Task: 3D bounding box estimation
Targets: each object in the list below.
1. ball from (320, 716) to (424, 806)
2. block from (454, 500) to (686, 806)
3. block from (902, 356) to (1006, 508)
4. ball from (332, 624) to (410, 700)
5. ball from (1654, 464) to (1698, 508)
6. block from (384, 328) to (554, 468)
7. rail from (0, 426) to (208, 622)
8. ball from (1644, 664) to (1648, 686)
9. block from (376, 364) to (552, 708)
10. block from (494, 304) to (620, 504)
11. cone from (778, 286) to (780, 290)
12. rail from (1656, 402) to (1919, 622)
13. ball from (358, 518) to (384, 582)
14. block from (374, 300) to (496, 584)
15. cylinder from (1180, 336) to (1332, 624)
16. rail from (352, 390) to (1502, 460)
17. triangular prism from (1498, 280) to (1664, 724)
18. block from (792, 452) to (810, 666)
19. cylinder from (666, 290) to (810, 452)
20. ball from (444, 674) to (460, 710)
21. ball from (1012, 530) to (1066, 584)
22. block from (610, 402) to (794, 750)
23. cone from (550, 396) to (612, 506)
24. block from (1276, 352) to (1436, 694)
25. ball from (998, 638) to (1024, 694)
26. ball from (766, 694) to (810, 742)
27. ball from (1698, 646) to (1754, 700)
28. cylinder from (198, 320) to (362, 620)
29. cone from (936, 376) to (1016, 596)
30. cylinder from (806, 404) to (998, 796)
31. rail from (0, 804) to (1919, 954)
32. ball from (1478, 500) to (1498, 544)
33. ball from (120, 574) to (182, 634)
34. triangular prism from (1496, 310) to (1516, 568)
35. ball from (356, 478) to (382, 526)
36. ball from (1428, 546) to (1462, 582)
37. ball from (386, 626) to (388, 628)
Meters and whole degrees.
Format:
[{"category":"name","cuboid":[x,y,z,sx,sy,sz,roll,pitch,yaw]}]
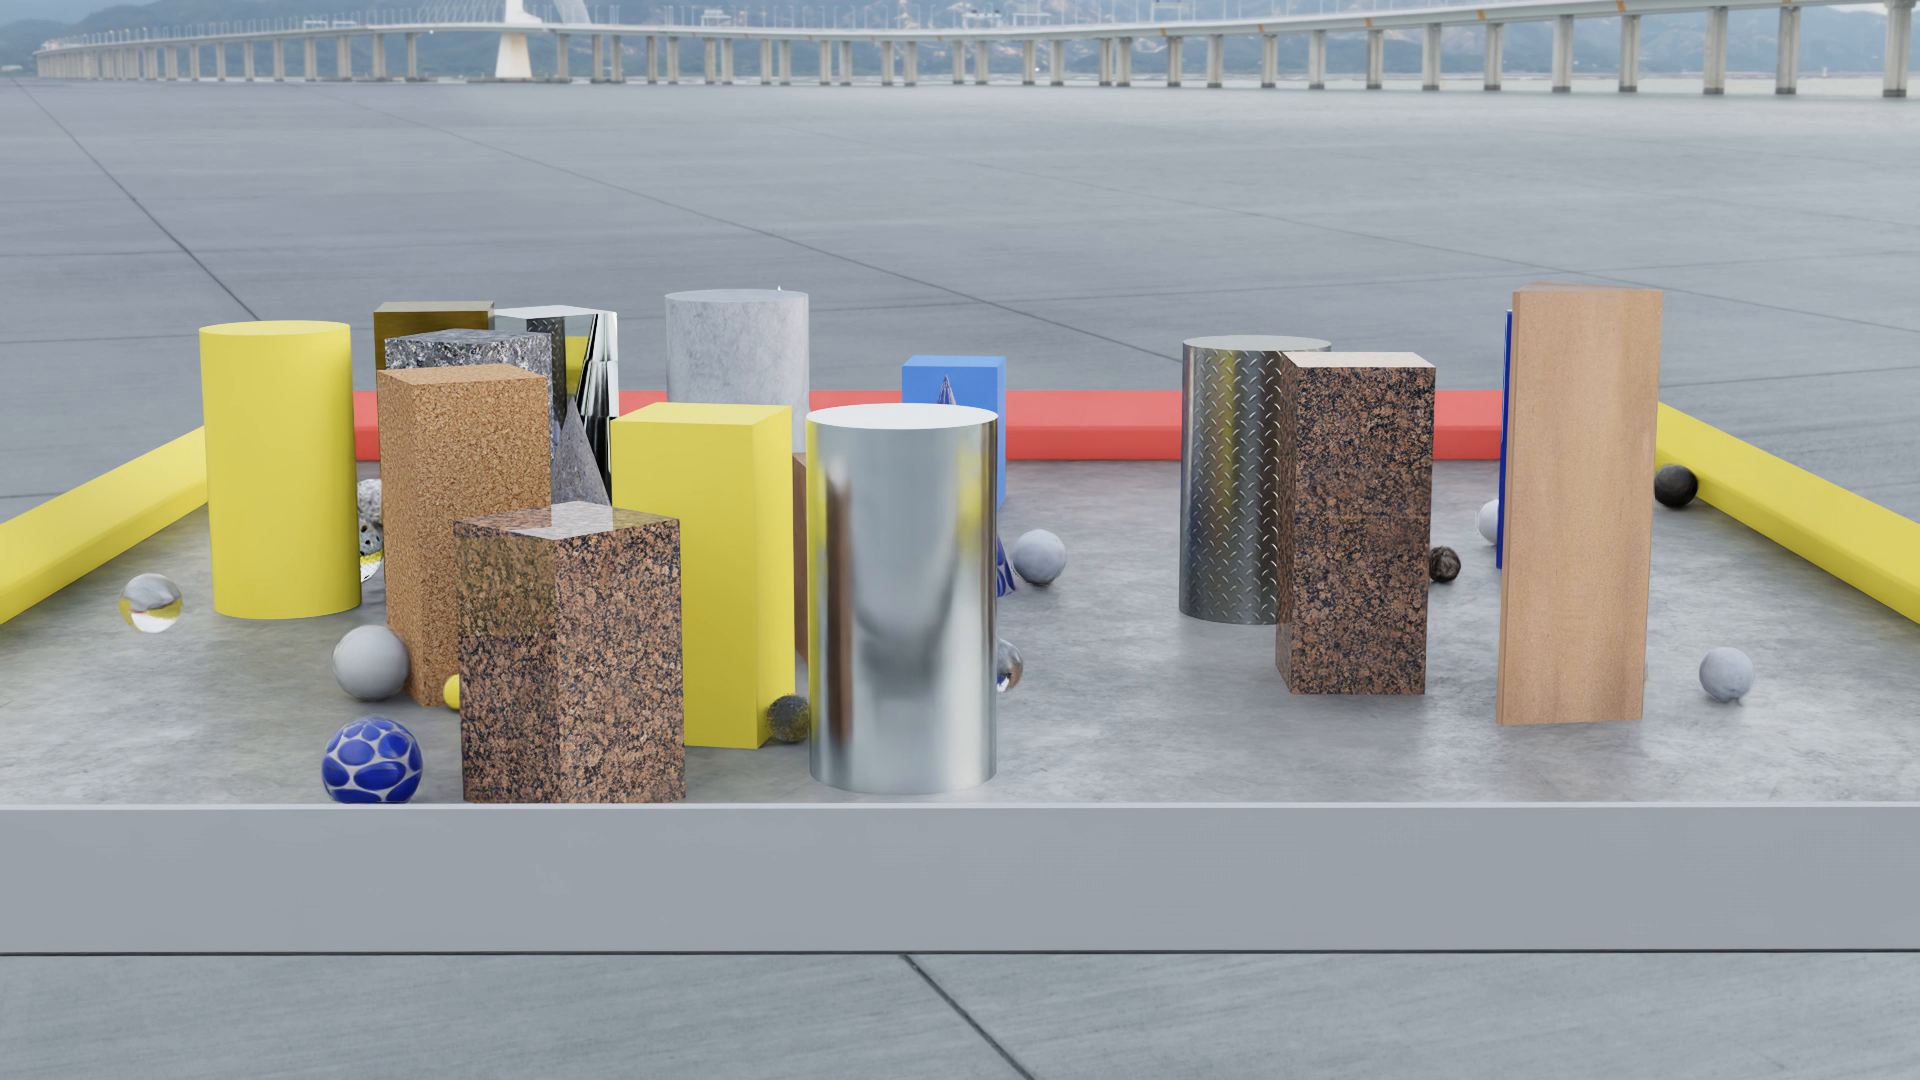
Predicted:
[{"category":"ball","cuboid":[-0.576,0.222,2.516,0.098,0.098,0.098,0,11,0]},{"category":"block","cuboid":[-0.387,0.120,2.551,0.157,0.285,0.157,9,14,42]},{"category":"block","cuboid":[-0.009,-0.179,4.289,0.157,0.241,0.157,1,11,6]},{"category":"ball","cuboid":[-0.683,0.142,2.974,0.087,0.087,0.087,0,11,0]},{"category":"ball","cuboid":[1.189,-0.090,4.267,0.072,0.072,0.072,0,11,0]},{"category":"block","cuboid":[-0.660,-0.093,3.478,0.157,0.367,0.157,5,12,25]},{"category":"rail","cuboid":[-1.243,0.034,3.442,0.045,0.127,2.713,0,11,0]},{"category":"ball","cuboid":[0.762,0.153,2.969,0.068,0.068,0.068,0,11,0]},{"category":"block","cuboid":[-0.579,-0.010,3.013,0.157,0.373,0.157,-5,12,-27]},{"category":"block","cuboid":[-0.628,-0.168,3.900,0.157,0.359,0.157,-9,14,-40]},{"category":"cone","cuboid":[-0.265,-0.174,3.799,0.196,0.408,0.196,0,11,0]},{"category":"rail","cuboid":[1.243,0.031,3.456,0.045,0.127,2.713,0,11,0]},{"category":"ball","cuboid":[-0.866,0.015,3.635,0.097,0.097,0.097,0,11,0]},{"category":"block","cuboid":[-0.749,-0.144,3.696,0.157,0.386,0.157,-1,11,-7]},{"category":"cylinder","cuboid":[0.395,-0.084,3.441,0.196,0.362,0.196,0,11,0]},{"category":"rail","cuboid":[-0.008,-0.210,4.759,2.534,0.127,0.045,0,11,0]},{"category":"triangular prism","cuboid":[0.675,-0.047,2.909,0.170,0.483,0.147,-2,11,-9]},{"category":"block","cuboid":[-0.120,0.022,3.189,0.157,0.246,0.157,-2,11,-13]},{"category":"cylinder","cuboid":[-0.306,-0.131,3.549,0.196,0.415,0.196,0,11,0]},{"category":"ball","cuboid":[-0.566,0.173,2.928,0.043,0.043,0.043,0,11,0]},{"category":"ball","cuboid":[0.113,0.024,3.640,0.077,0.077,0.077,0,11,0]},{"category":"block","cuboid":[-0.280,0.035,2.824,0.157,0.352,0.157,2,11,11]},{"category":"cone","cuboid":[-0.495,-0.033,3.302,0.196,0.312,0.196,0,11,0]},{"category":"block","cuboid":[0.466,-0.023,3.048,0.157,0.385,0.157,0,11,0]},{"category":"ball","cuboid":[0.043,0.148,3.009,0.064,0.064,0.064,0,11,0]},{"category":"ball","cuboid":[-0.186,0.194,2.794,0.051,0.051,0.051,0,11,0]},{"category":"ball","cuboid":[0.889,0.155,2.974,0.062,0.062,0.062,0,11,0]},{"category":"cylinder","cuboid":[-0.919,-0.099,3.475,0.196,0.378,0.196,0,11,0]},{"category":"cone","cuboid":[-0.019,-0.083,3.591,0.196,0.304,0.196,0,11,0]},{"category":"cylinder","cuboid":[-0.059,0.057,2.652,0.196,0.373,0.196,0,11,0]},{"category":"rail","cuboid":[0.008,0.276,2.138,2.534,0.127,0.045,0,11,0]},{"category":"ball","cuboid":[0.830,-0.028,3.935,0.071,0.071,0.071,0,11,0]},{"category":"ball","cuboid":[-1.048,0.082,3.324,0.078,0.078,0.078,0,11,0]},{"category":"triangular prism","cuboid":[0.896,-0.149,3.749,0.170,0.378,0.147,6,12,29]},{"category":"ball","cuboid":[-0.940,-0.061,4.106,0.075,0.075,0.075,0,11,0]},{"category":"ball","cuboid":[0.687,0.035,3.653,0.052,0.052,0.052,0,11,0]},{"category":"ball","cuboid":[-0.690,0.129,3.148,0.051,0.051,0.051,0,11,0]}]
